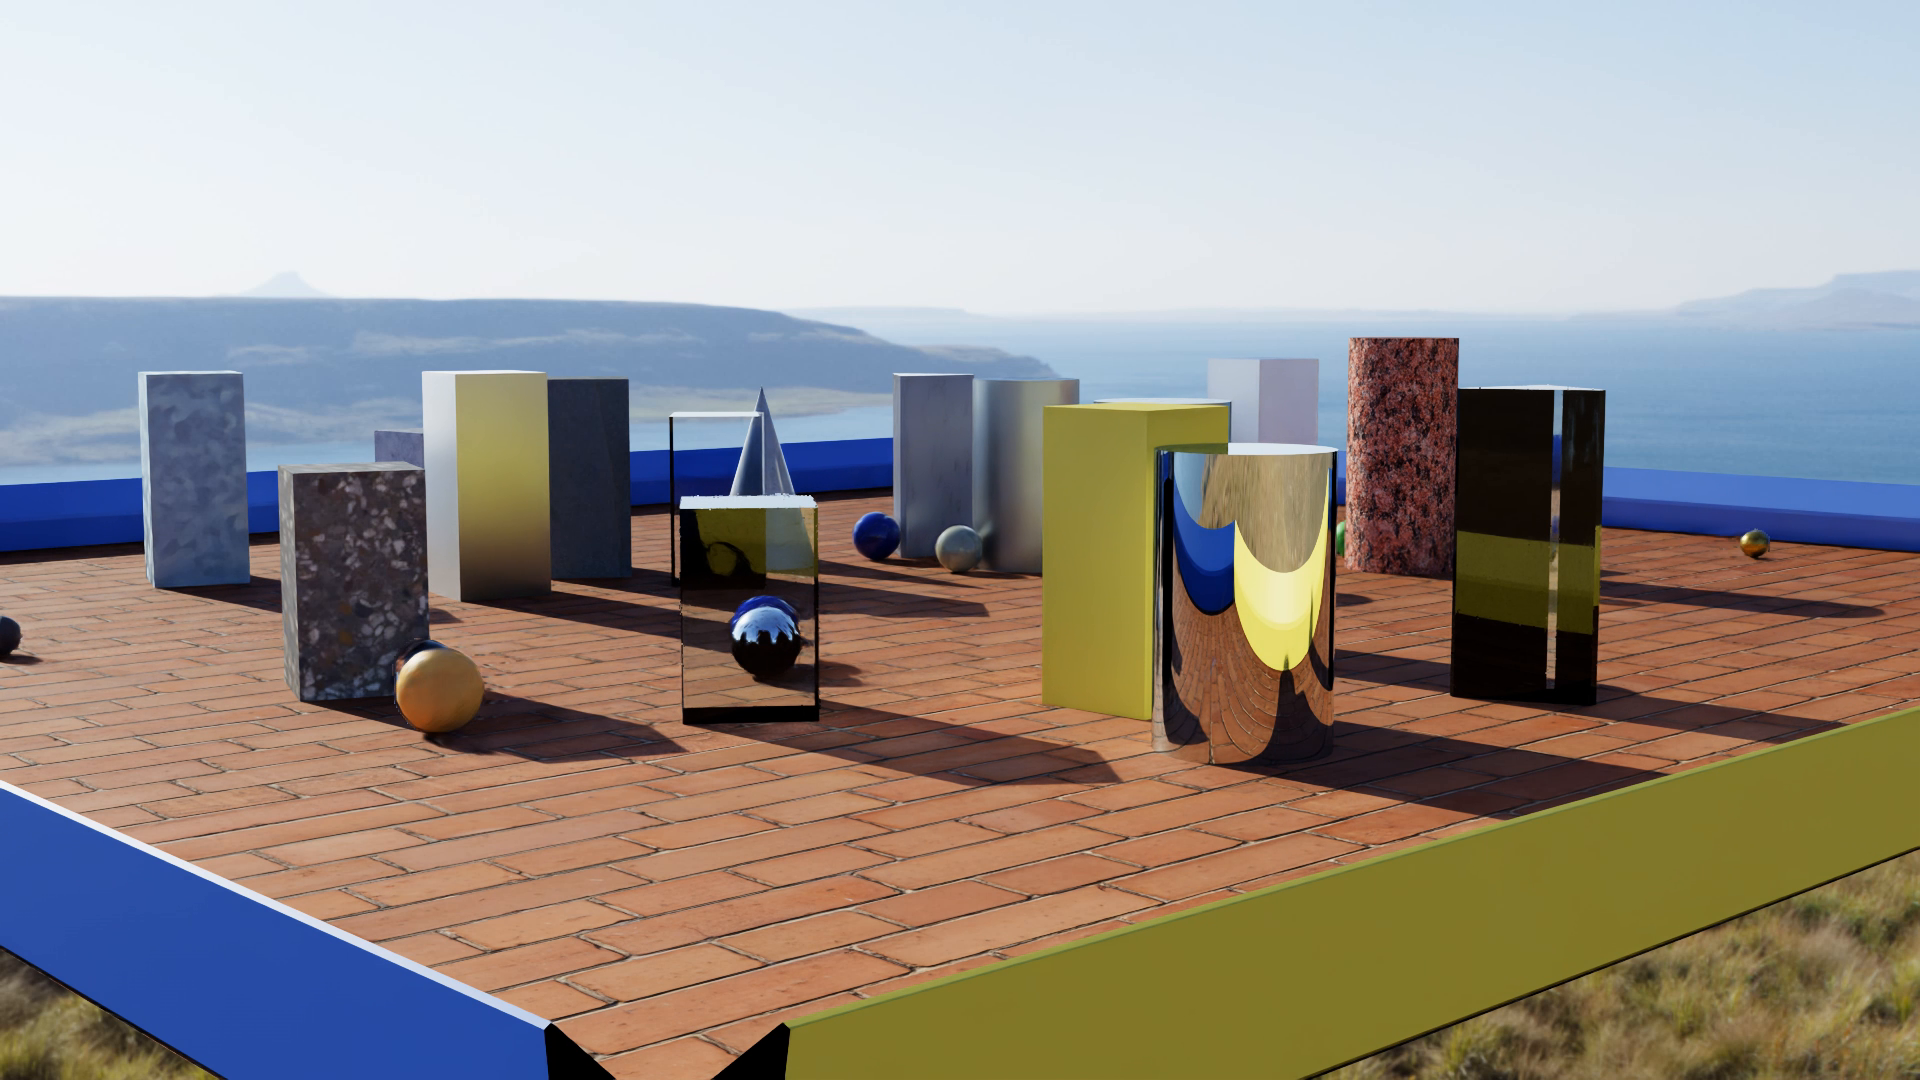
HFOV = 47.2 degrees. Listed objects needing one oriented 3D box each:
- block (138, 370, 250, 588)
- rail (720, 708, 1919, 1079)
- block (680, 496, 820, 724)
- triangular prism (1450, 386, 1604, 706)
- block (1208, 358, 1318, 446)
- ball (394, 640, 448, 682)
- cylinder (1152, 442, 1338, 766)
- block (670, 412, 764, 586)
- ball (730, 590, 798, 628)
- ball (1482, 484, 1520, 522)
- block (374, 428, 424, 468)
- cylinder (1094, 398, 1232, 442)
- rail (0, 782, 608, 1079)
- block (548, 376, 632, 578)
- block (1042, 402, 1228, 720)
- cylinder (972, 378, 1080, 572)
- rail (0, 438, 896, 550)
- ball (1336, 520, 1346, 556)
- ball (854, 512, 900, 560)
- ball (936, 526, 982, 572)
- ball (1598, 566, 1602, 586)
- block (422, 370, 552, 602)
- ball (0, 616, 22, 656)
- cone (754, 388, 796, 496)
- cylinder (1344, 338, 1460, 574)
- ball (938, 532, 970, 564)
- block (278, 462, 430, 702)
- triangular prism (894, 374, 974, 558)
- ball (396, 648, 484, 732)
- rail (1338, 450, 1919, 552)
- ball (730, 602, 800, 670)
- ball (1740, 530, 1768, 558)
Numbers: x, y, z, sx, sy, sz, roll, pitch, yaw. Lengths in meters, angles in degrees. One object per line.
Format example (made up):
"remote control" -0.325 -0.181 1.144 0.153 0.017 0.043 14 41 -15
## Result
"block" -1.239 -0.102 3.557 0.146 0.337 0.146 -3 7 -25
"rail" 1.115 0.159 2.131 3.451 0.118 0.045 -6 8 -42
"block" -0.232 0.073 2.413 0.146 0.231 0.146 -1 6 -6
"triangular prism" 0.659 0.000 2.529 0.158 0.352 0.137 2 7 21
"block" 0.565 -0.167 4.118 0.146 0.346 0.146 -4 7 -34
"ball" -0.604 0.147 2.488 0.069 0.069 0.069 0 6 0
"cylinder" 0.285 0.059 2.206 0.182 0.302 0.182 0 6 0
"block" -0.391 -0.069 3.561 0.146 0.270 0.146 0 6 -4
"ball" -0.248 0.107 2.779 0.086 0.086 0.086 0 6 0
"ball" 1.117 -0.076 4.546 0.075 0.075 0.075 0 6 0
"block" -0.941 -0.085 3.934 0.146 0.223 0.146 6 8 42
"cylinder" 0.269 -0.026 2.936 0.182 0.318 0.182 0 6 0
"rail" -1.251 0.153 2.185 0.045 0.118 3.334 -6 8 -42
"block" -0.624 -0.107 3.659 0.146 0.325 0.146 -1 6 -9
"block" 0.195 0.018 2.453 0.146 0.333 0.146 6 8 43
"cylinder" 0.112 -0.114 3.747 0.182 0.320 0.182 0 6 0
"rail" -1.115 -0.097 4.533 3.451 0.118 0.045 -6 8 -42
"ball" 0.692 -0.002 3.893 0.067 0.067 0.067 0 6 0
"ball" -0.146 -0.007 3.861 0.084 0.084 0.084 0 6 0
"ball" -0.002 0.015 3.681 0.079 0.079 0.079 0 6 0
"ball" 0.940 0.055 3.349 0.069 0.069 0.069 0 6 0
"block" -0.731 -0.088 3.398 0.146 0.342 0.146 -4 7 -33
"ball" -1.225 0.122 2.806 0.051 0.051 0.051 0 6 0
"cone" -0.344 -0.116 3.831 0.182 0.307 0.182 0 6 0
"cylinder" 0.747 -0.146 3.723 0.182 0.390 0.182 0 6 0
"ball" -0.011 0.014 3.791 0.056 0.056 0.056 0 6 0
"block" -0.706 0.044 2.561 0.146 0.258 0.146 -3 7 -23
"triangular prism" -0.078 -0.138 3.969 0.158 0.321 0.137 -5 8 -37
"ball" -0.543 0.157 2.298 0.089 0.089 0.089 0 6 0
"rail" 1.251 -0.092 4.480 0.045 0.118 3.334 -6 8 -42
"ball" -0.239 0.117 2.691 0.085 0.085 0.085 0 6 0
"ball" 1.406 0.008 3.891 0.048 0.048 0.048 0 6 0
